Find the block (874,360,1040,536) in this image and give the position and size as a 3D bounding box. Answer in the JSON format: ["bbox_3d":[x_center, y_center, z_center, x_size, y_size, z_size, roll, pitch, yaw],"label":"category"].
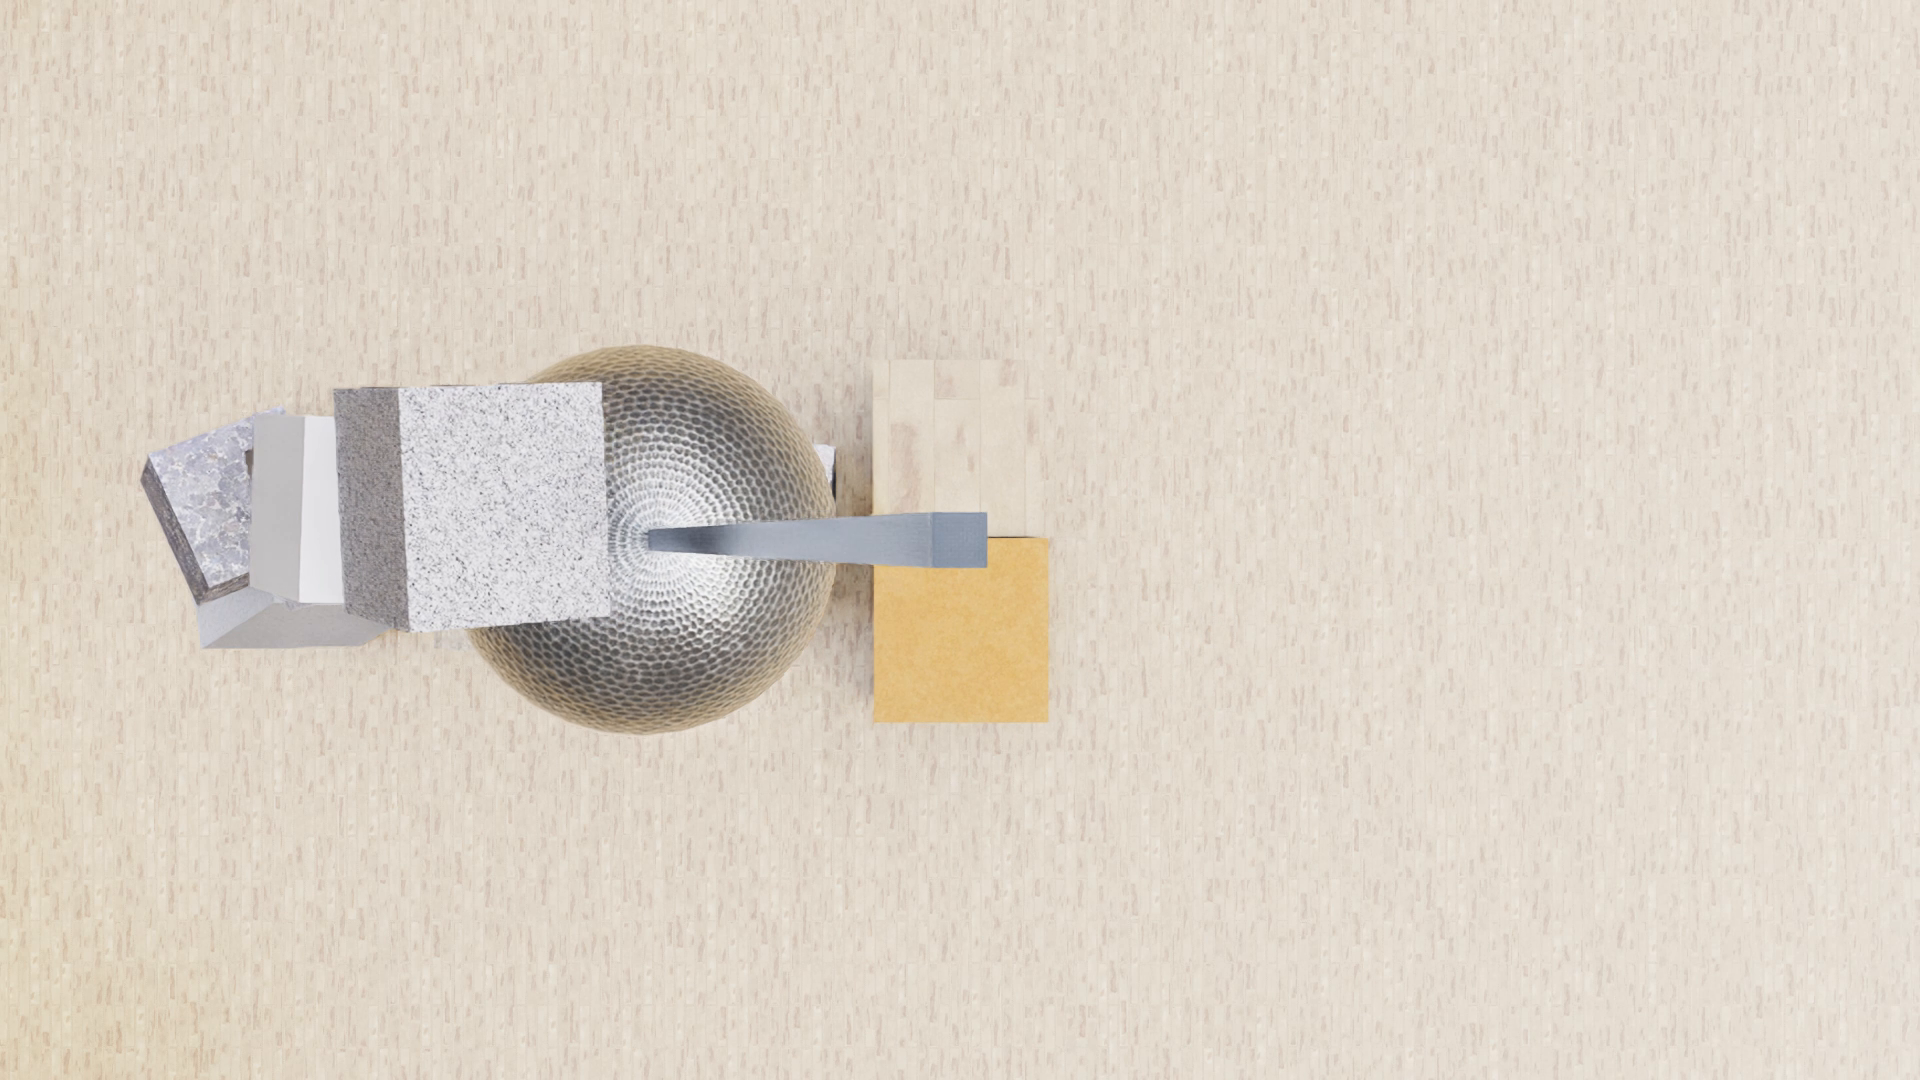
[{"bbox_3d":[-0.020,-0.507,12.557,0.916,0.885,0.974,0,90,0],"label":"block"}]

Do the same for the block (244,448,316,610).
[{"bbox_3d":[-2.867,-0.129,10.007,0.575,0.691,0.608,-16,108,-16],"label":"block"}]

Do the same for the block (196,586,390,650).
[{"bbox_3d":[-3.628,-0.011,12.223,0.893,0.955,1.015,-25,71,43],"label":"block"}]

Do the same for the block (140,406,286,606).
[{"bbox_3d":[-3.631,-0.166,11.083,0.683,0.623,0.710,-25,90,-26],"label":"block"}]

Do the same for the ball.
[{"bbox_3d":[-1.297,0.000,8.985,1.600,1.600,1.600,0,90,0],"label":"ball"}]

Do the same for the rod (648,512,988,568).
[{"bbox_3d":[-0.562,0.000,5.665,0.080,5.200,0.080,0,90,-12],"label":"rod"}]

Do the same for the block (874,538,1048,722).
[{"bbox_3d":[0.007,0.492,12.484,0.951,1.031,1.003,0,90,0],"label":"block"}]

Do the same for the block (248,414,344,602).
[{"bbox_3d":[-2.196,-0.124,8.223,0.711,0.761,0.657,1,93,-31],"label":"block"}]

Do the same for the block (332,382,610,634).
[{"bbox_3d":[-1.697,-0.138,7.601,0.691,0.800,0.792,-4,95,-30],"label":"block"}]

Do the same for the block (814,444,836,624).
[{"bbox_3d":[-1.119,-0.057,12.508,0.744,0.717,0.776,5,64,0],"label":"block"}]

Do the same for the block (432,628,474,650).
[{"bbox_3d":[-2.458,0.203,12.562,0.851,0.770,0.815,2,92,6],"label":"block"}]
